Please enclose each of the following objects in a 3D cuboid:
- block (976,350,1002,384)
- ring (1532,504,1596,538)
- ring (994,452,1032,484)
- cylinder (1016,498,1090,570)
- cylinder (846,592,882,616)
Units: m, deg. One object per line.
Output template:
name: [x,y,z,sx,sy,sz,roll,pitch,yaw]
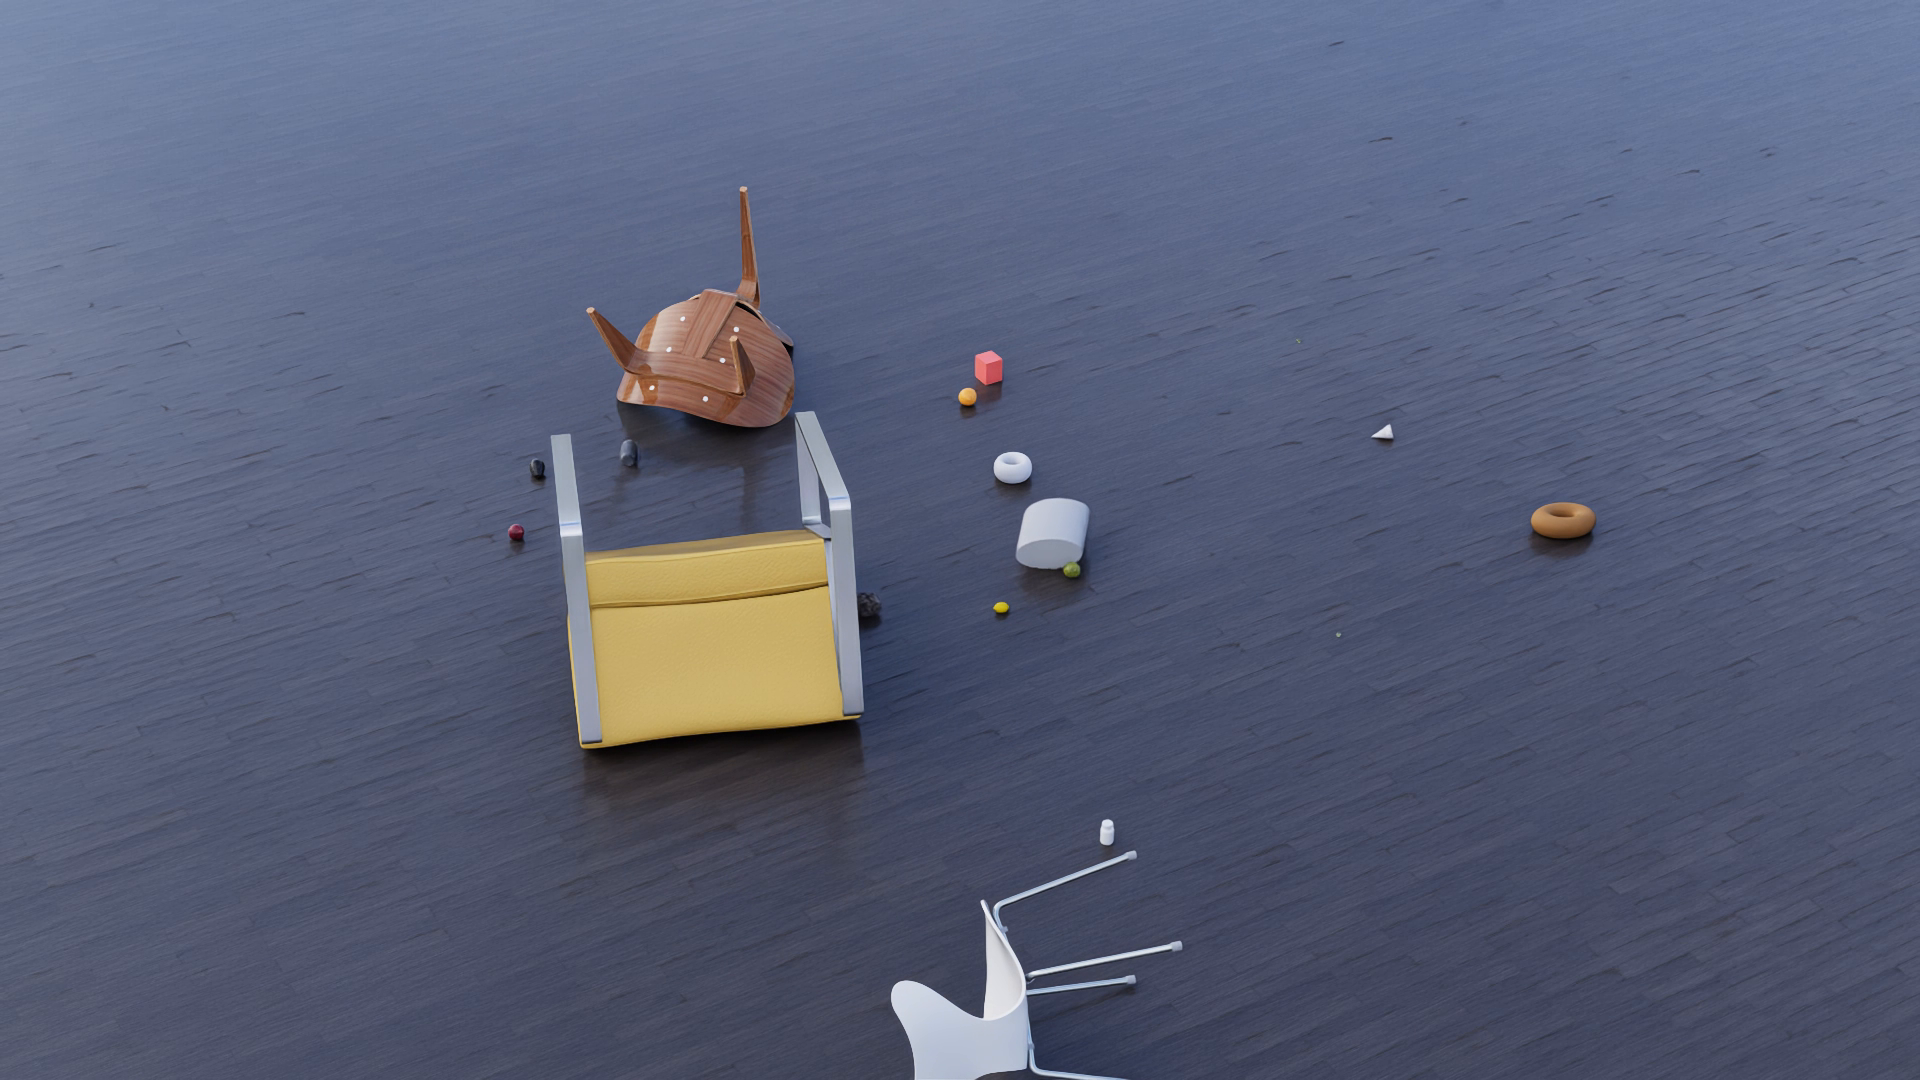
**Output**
block: [0.117,-0.700,11.917,0.078,0.099,0.083,-19,38,-26]
ring: [2.260,-0.073,10.977,0.249,0.088,0.161,-3,32,-6]
ring: [0.204,-0.278,11.295,0.148,0.080,0.146,-3,32,-2]
cylinder: [0.345,-0.024,10.858,0.250,0.131,0.279,-4,32,12]
cylinder: [-0.343,0.233,10.535,0.116,0.062,0.061,-10,35,-10]
